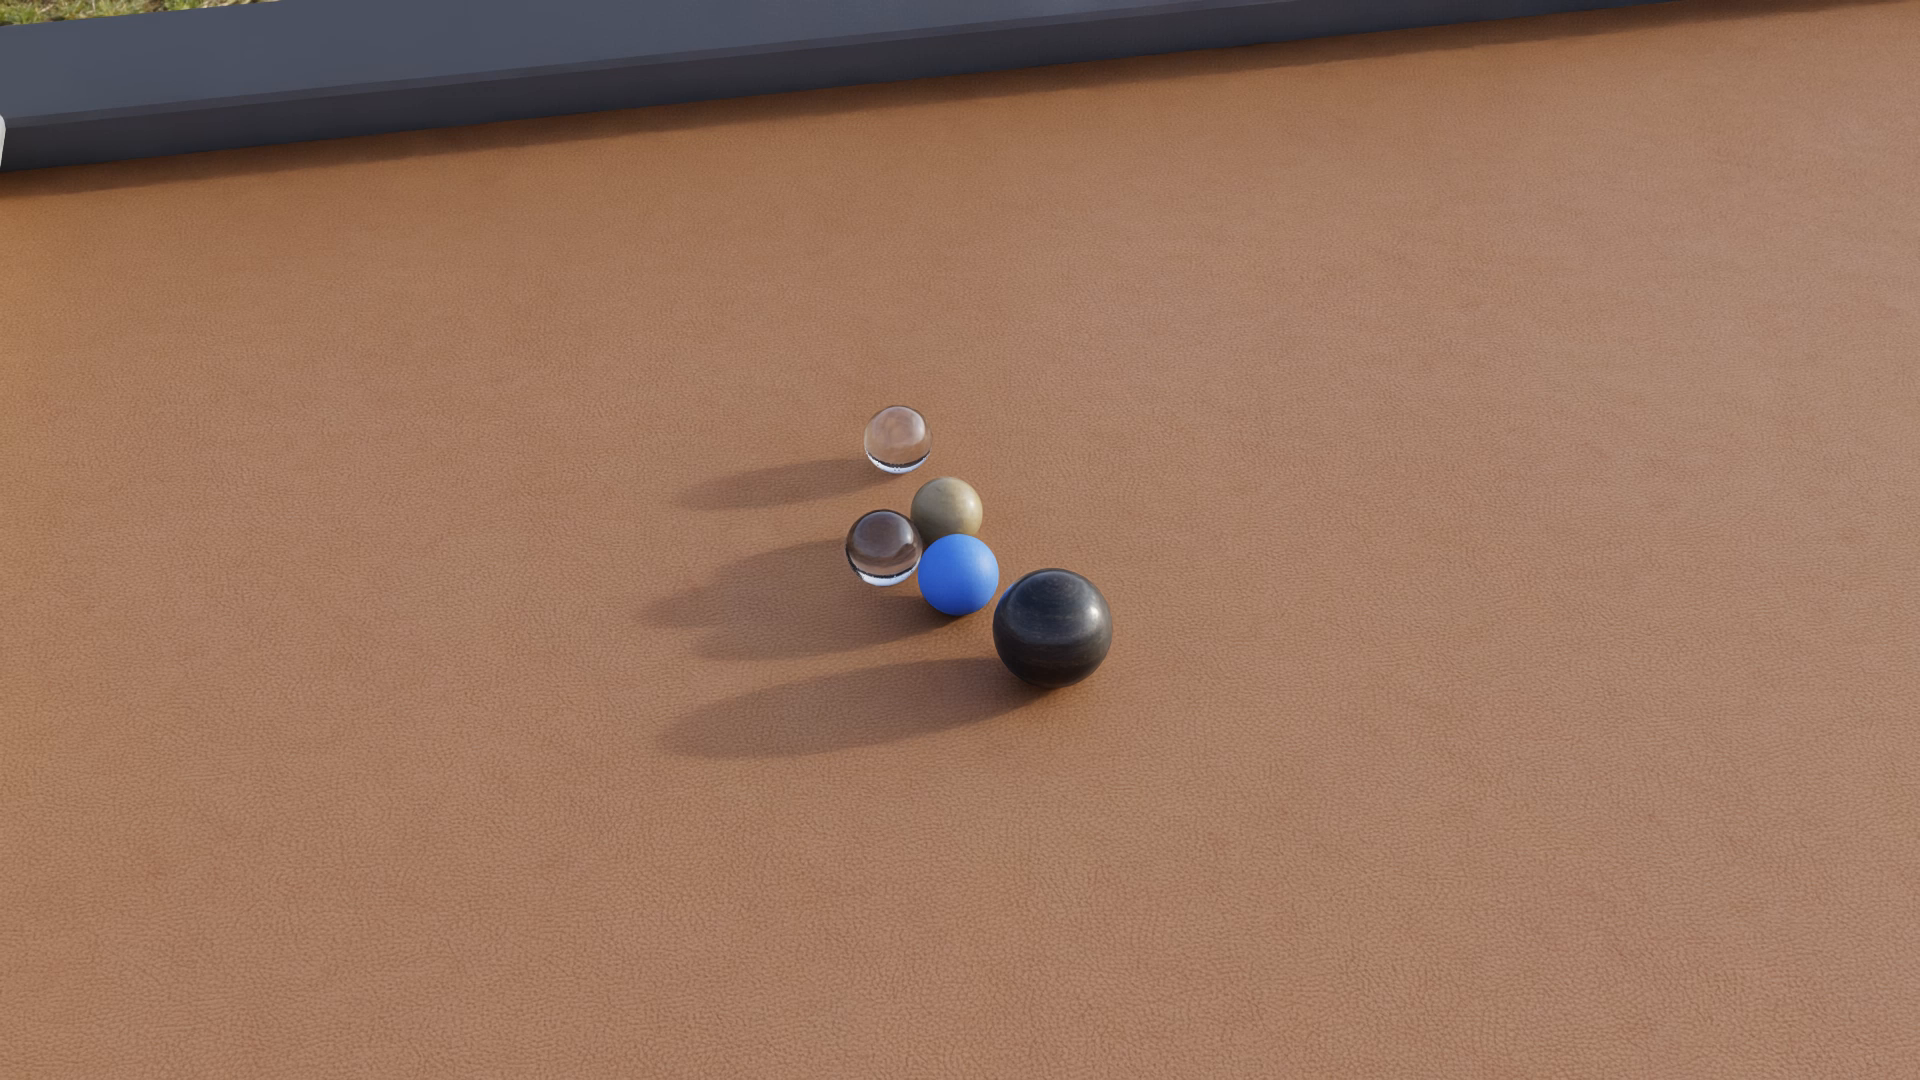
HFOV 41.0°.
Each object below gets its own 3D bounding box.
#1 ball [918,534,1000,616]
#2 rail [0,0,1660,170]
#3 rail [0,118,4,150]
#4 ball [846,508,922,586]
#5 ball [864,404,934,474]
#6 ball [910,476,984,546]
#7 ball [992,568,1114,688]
[{"bbox_3d":[-0.001,0.022,1.605,0.051,0.051,0.051,0,36,0],"label":"ball"},{"bbox_3d":[0.490,-0.512,2.279,2.658,0.124,0.045,-8,37,-11],"label":"rail"},{"bbox_3d":[-0.624,0.056,1.494,0.045,0.124,1.429,-8,37,-11],"label":"rail"},{"bbox_3d":[-0.048,0.005,1.630,0.049,0.049,0.049,0,36,0],"label":"ball"},{"bbox_3d":[-0.042,-0.068,1.732,0.047,0.047,0.047,0,36,0],"label":"ball"},{"bbox_3d":[-0.009,-0.017,1.662,0.047,0.047,0.047,0,36,0],"label":"ball"},{"bbox_3d":[0.056,0.053,1.543,0.073,0.073,0.073,0,36,0],"label":"ball"}]
